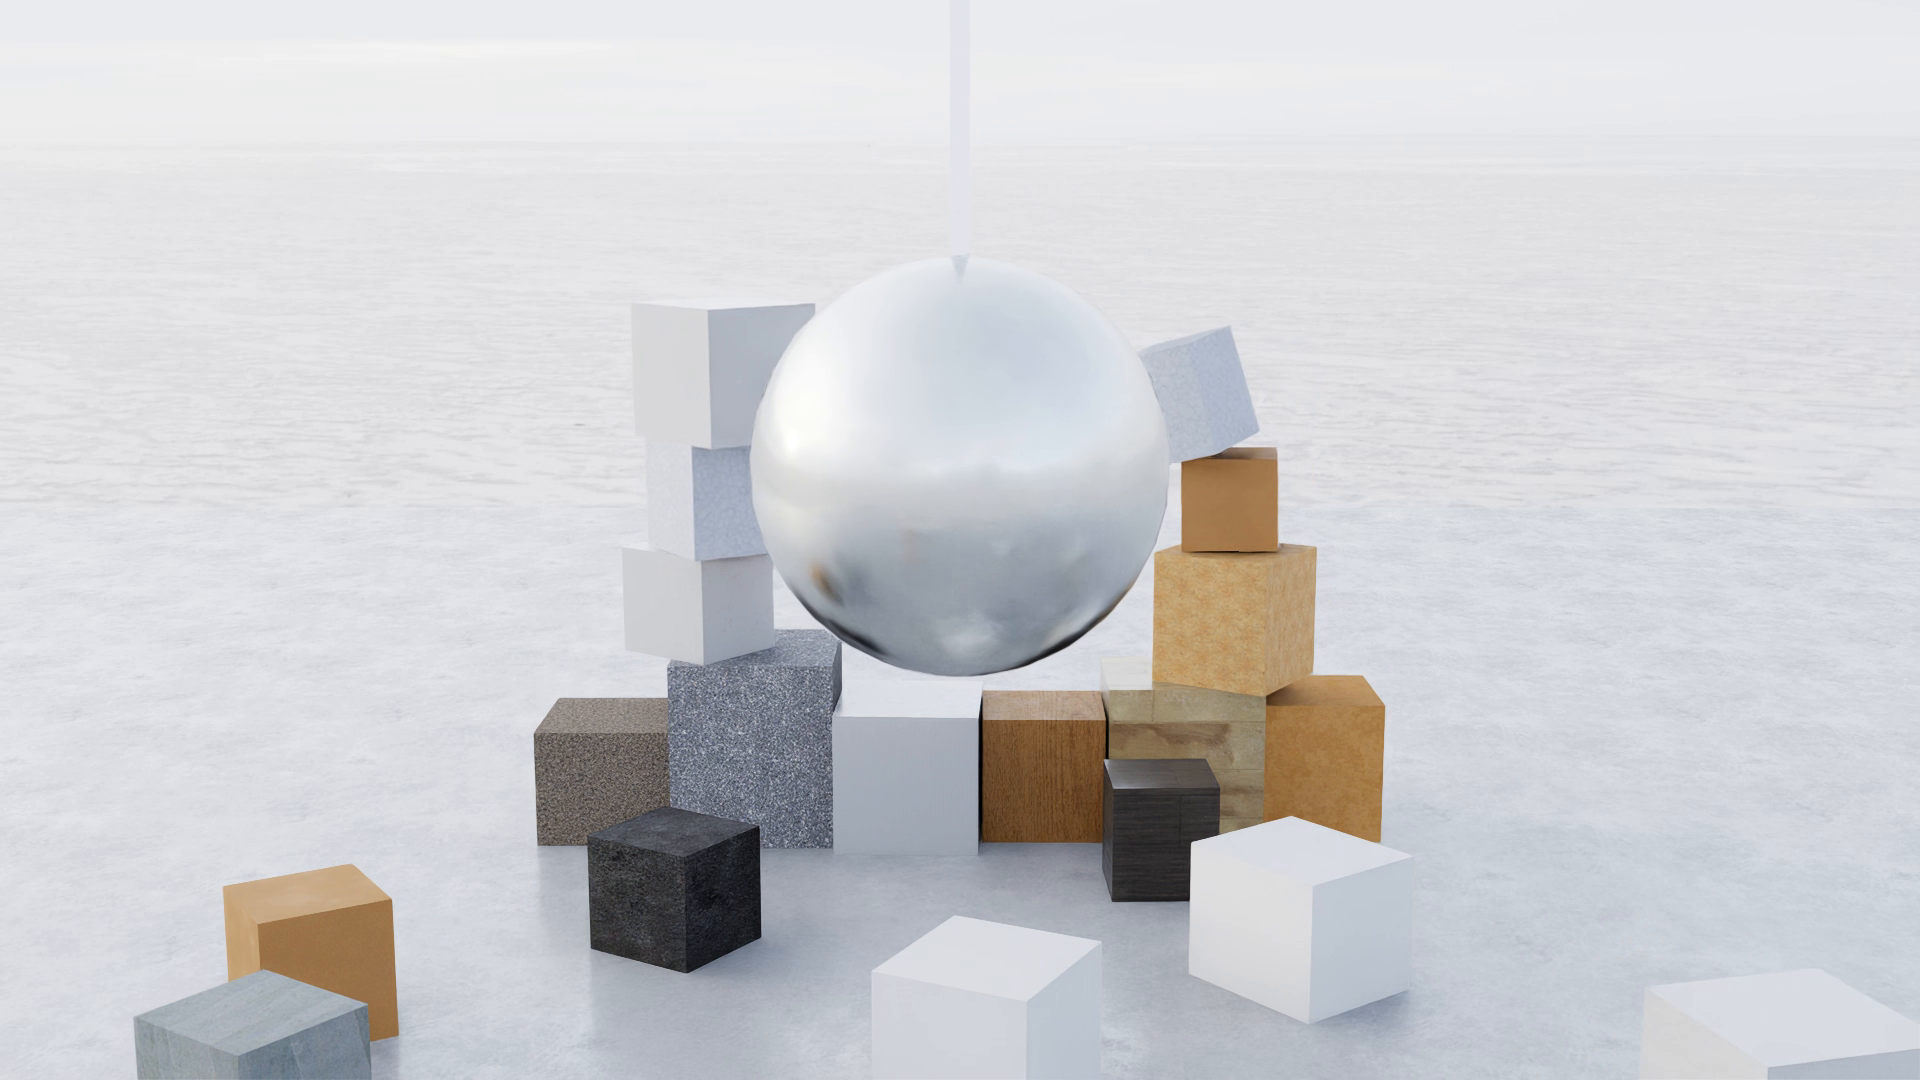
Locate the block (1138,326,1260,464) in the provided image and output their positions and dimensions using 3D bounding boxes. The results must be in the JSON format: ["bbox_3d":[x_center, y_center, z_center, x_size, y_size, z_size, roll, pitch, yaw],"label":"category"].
[{"bbox_3d":[1.126,-0.712,11.028,0.457,0.559,0.495,-12,9,36],"label":"block"}]

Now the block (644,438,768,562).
[{"bbox_3d":[-1.224,-0.240,11.040,0.514,0.568,0.545,-7,12,-32],"label":"block"}]

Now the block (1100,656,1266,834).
[{"bbox_3d":[1.133,1.079,11.373,0.781,0.808,0.723,0,10,0],"label":"block"}]

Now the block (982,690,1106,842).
[{"bbox_3d":[0.427,1.163,11.376,0.619,0.640,0.601,0,10,1],"label":"block"}]

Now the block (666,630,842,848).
[{"bbox_3d":[-1.040,1.012,11.373,0.818,0.939,0.842,0,10,0],"label":"block"}]

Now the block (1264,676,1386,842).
[{"bbox_3d":[1.831,1.123,11.391,0.600,0.714,0.642,0,10,0],"label":"block"}]

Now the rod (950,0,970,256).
[{"bbox_3d":[0.000,-3.539,9.344,0.080,5.200,0.080,0,-17,0],"label":"rod"}]

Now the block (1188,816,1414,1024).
[{"bbox_3d":[1.429,1.580,9.249,0.607,0.583,0.696,-8,13,-37],"label":"block"}]

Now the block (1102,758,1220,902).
[{"bbox_3d":[0.950,1.375,10.464,0.496,0.550,0.486,0,10,-2],"label":"block"}]

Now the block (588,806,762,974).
[{"bbox_3d":[-1.255,1.531,9.697,0.545,0.519,0.519,7,12,32],"label":"block"}]

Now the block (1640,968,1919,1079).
[{"bbox_3d":[2.788,1.893,7.405,0.688,0.625,0.694,-3,11,-15],"label":"block"}]

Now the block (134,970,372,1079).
[{"bbox_3d":[-2.420,1.890,7.561,0.563,0.576,0.533,7,13,35],"label":"block"}]

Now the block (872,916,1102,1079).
[{"bbox_3d":[0.105,1.799,8.078,0.616,0.570,0.649,5,12,27],"label":"block"}]

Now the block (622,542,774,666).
[{"bbox_3d":[-1.333,0.291,11.217,0.560,0.536,0.517,8,13,37],"label":"block"}]

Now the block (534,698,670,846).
[{"bbox_3d":[-1.794,1.189,11.387,0.674,0.586,0.715,0,10,0],"label":"block"}]

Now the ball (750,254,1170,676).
[{"bbox_3d":[0.000,-0.280,8.378,1.600,1.600,1.600,0,10,0],"label":"ball"}]

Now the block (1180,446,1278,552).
[{"bbox_3d":[1.374,-0.213,11.203,0.480,0.463,0.525,0,9,7],"label":"block"}]

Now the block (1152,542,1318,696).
[{"bbox_3d":[1.395,0.372,11.163,0.620,0.659,0.593,7,12,32],"label":"block"}]

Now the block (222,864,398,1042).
[{"bbox_3d":[-2.588,1.676,8.760,0.523,0.568,0.513,-7,12,-32],"label":"block"}]

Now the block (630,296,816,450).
[{"bbox_3d":[-1.170,-0.843,10.905,0.622,0.666,0.707,-8,13,-38],"label":"block"}]

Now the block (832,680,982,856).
[{"bbox_3d":[-0.255,1.153,11.244,0.720,0.708,0.746,0,10,2],"label":"block"}]
